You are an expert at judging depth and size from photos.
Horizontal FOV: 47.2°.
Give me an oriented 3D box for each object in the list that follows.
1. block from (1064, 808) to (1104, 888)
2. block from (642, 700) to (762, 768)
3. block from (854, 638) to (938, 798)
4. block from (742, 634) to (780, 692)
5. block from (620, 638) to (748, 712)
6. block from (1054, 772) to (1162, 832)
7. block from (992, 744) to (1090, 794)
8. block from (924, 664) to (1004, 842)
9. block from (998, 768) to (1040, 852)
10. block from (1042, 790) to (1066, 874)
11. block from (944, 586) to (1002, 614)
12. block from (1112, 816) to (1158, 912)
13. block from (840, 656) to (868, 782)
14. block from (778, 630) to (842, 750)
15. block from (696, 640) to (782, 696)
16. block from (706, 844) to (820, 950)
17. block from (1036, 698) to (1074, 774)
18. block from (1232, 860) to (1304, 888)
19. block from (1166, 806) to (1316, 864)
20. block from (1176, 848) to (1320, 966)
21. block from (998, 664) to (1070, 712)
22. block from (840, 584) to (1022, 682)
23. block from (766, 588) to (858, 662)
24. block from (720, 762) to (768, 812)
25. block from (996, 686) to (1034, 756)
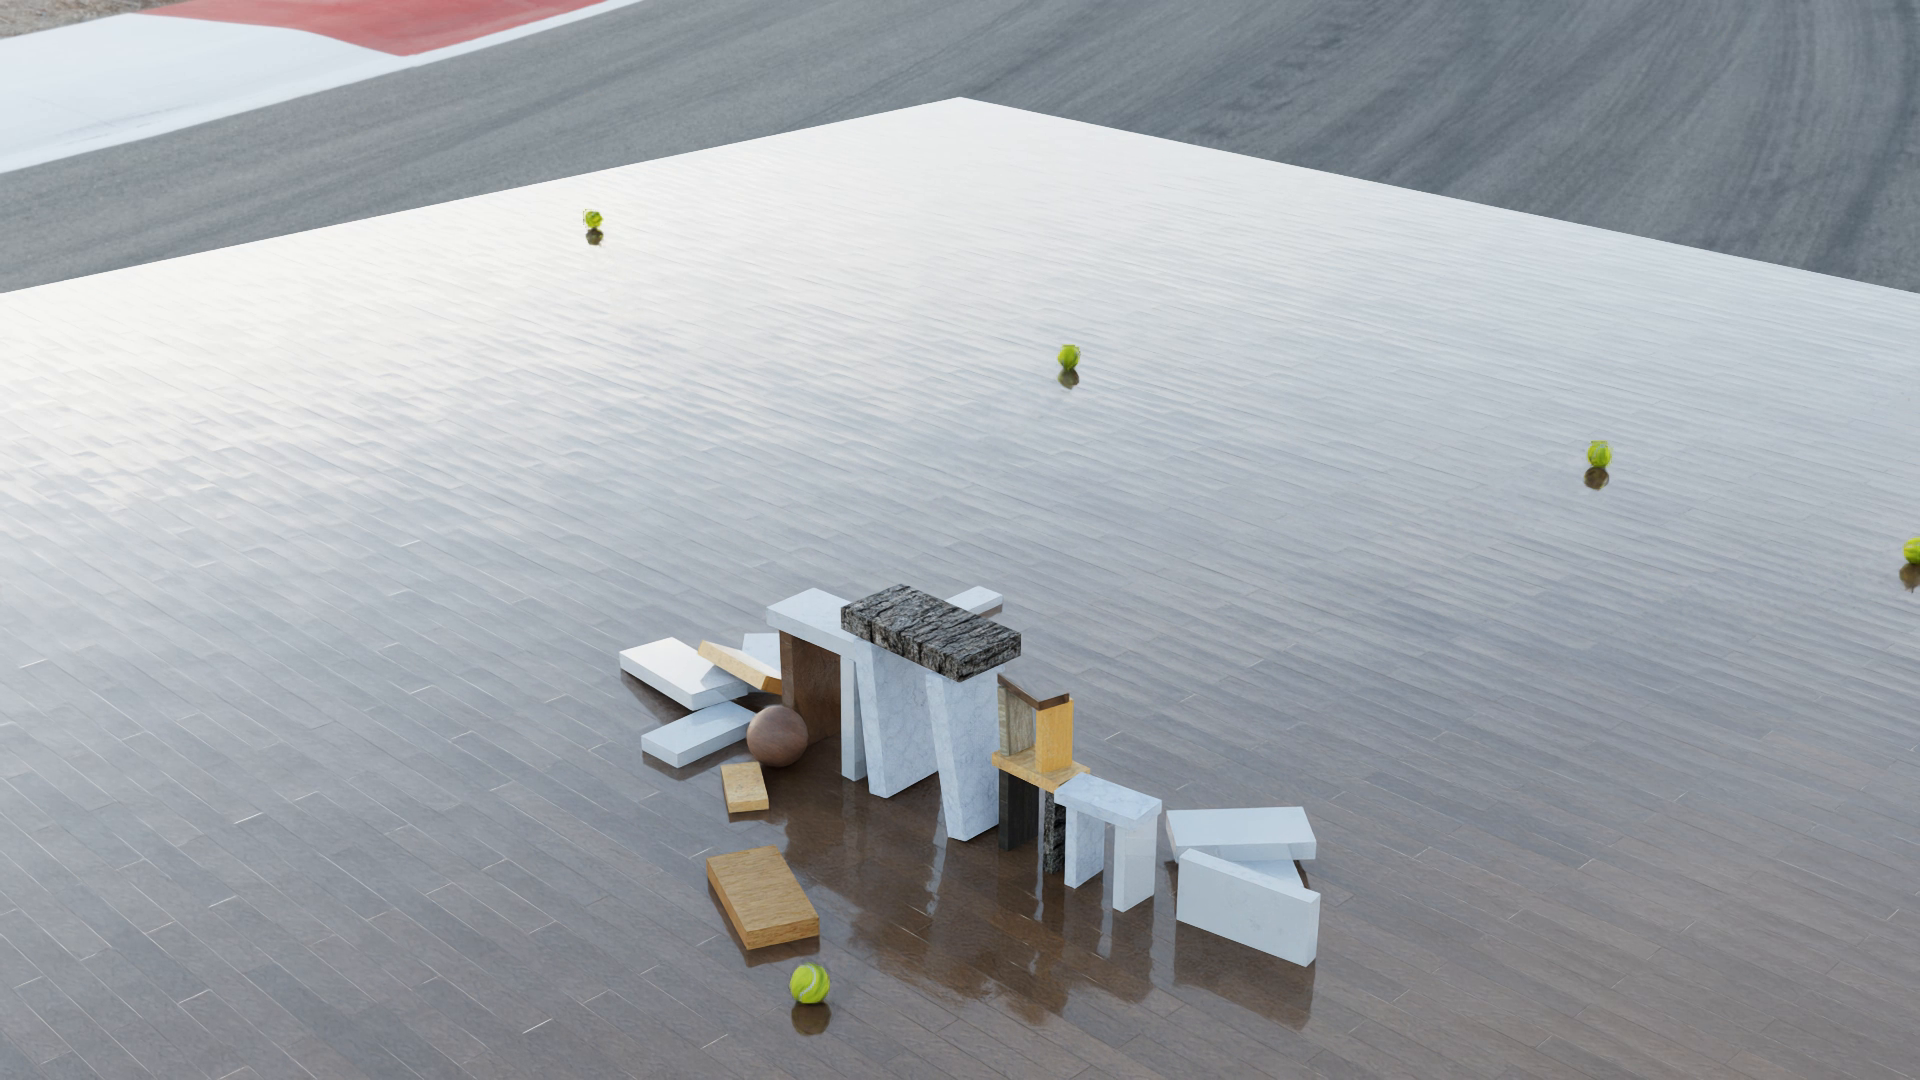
[{"bbox_3d":[0.239,0.565,4.198,0.026,0.181,0.090,18,29,36],"label":"block"},{"bbox_3d":[-0.555,0.416,4.738,0.119,0.034,0.238,20,30,39],"label":"block"},{"bbox_3d":[-0.126,0.339,4.520,0.048,0.341,0.171,12,25,41],"label":"block"},{"bbox_3d":[-0.442,0.281,5.055,0.119,0.034,0.238,-1,23,-1],"label":"block"},{"bbox_3d":[-0.627,0.300,4.960,0.138,0.039,0.348,-15,22,-32],"label":"block"},{"bbox_3d":[0.276,0.489,4.113,0.181,0.026,0.090,16,28,34],"label":"block"},{"bbox_3d":[0.155,0.437,4.244,0.177,0.025,0.089,21,31,41],"label":"block"},{"bbox_3d":[0.030,0.405,4.365,0.048,0.341,0.171,8,22,45],"label":"block"},{"bbox_3d":[0.116,0.515,4.320,0.025,0.177,0.089,21,31,41],"label":"block"},{"bbox_3d":[0.201,0.548,4.242,0.089,0.177,0.025,-21,32,-41],"label":"block"},{"bbox_3d":[0.020,0.157,5.362,0.081,0.023,0.161,20,30,39],"label":"block"},{"bbox_3d":[0.328,0.598,4.119,0.026,0.181,0.090,21,31,40],"label":"block"},{"bbox_3d":[-0.183,0.351,4.578,0.139,0.277,0.039,-21,32,-41],"label":"block"},{"bbox_3d":[-0.316,0.299,4.702,0.039,0.277,0.139,20,30,41],"label":"block"},{"bbox_3d":[-0.466,0.288,4.883,0.238,0.034,0.119,24,3,43],"label":"block"},{"bbox_3d":[-0.373,0.669,4.135,0.138,0.039,0.275,-9,24,-20],"label":"block"},{"bbox_3d":[0.180,0.371,4.188,0.070,0.140,0.020,-13,26,-28],"label":"block"},{"bbox_3d":[0.567,0.618,4.256,0.135,0.038,0.269,-2,23,-5],"label":"block"},{"bbox_3d":[0.543,0.572,4.267,0.269,0.038,0.135,-1,23,-3],"label":"block"},{"bbox_3d":[0.523,0.669,4.011,0.269,0.135,0.038,16,28,32],"label":"block"},{"bbox_3d":[0.139,0.281,4.192,0.070,0.020,0.140,-14,27,-30],"label":"block"},{"bbox_3d":[-0.060,0.182,4.389,0.171,0.048,0.341,-21,31,-40],"label":"block"},{"bbox_3d":[-0.257,0.176,4.584,0.277,0.039,0.139,19,30,38],"label":"block"},{"bbox_3d":[-0.445,0.509,4.533,0.081,0.023,0.161,-5,23,-11],"label":"block"},{"bbox_3d":[0.108,0.341,4.257,0.070,0.140,0.020,-18,24,-37],"label":"block"}]
